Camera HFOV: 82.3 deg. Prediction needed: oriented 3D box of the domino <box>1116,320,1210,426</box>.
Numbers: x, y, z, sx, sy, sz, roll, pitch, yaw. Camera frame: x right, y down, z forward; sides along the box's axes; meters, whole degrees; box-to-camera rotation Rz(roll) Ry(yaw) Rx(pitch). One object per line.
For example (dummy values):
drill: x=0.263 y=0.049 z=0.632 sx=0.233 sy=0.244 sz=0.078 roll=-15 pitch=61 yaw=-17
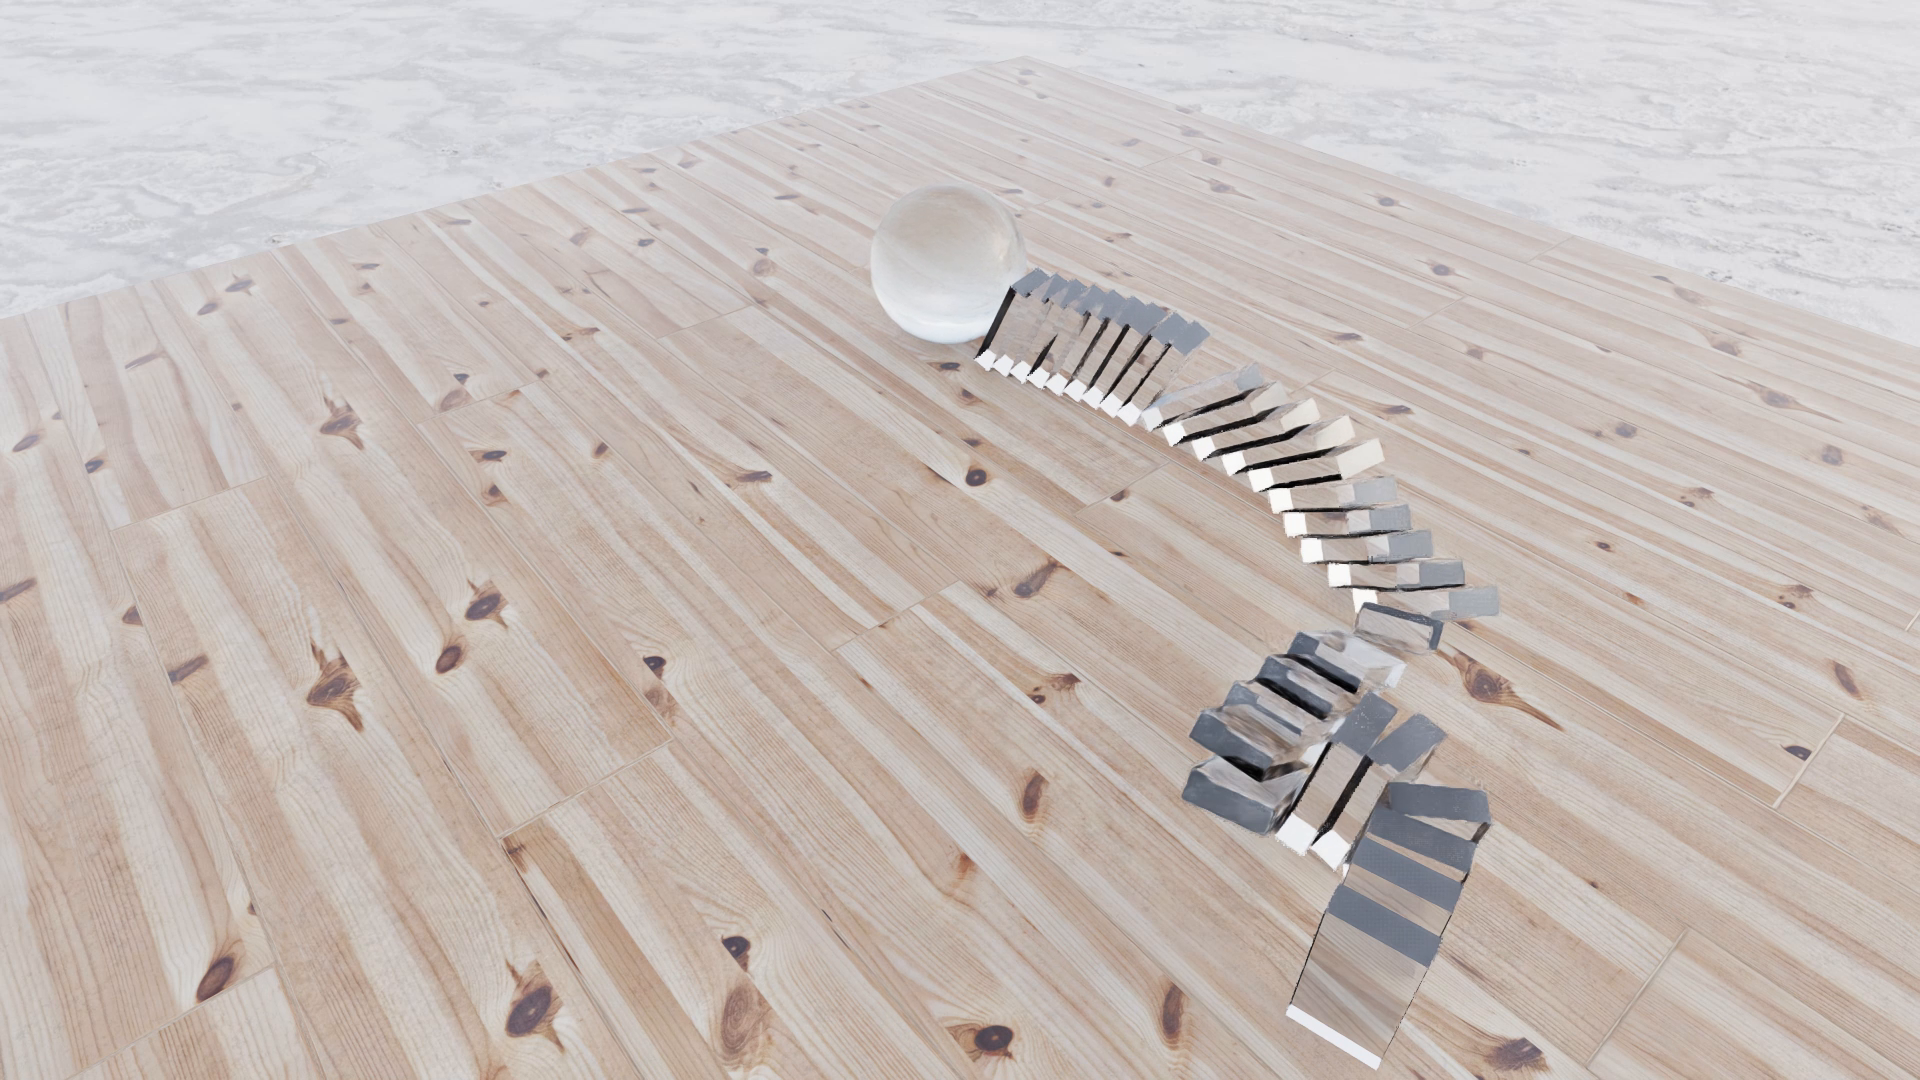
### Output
domino: x=0.093 y=-0.076 z=0.505 sx=0.009 sy=0.050 sz=0.025 roll=43 pitch=51 yaw=8

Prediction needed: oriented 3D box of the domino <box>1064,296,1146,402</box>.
domino: x=0.069 y=-0.090 z=0.522 sx=0.010 sy=0.050 sz=0.025 roll=40 pitch=50 yaw=9

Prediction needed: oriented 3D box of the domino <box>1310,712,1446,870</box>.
domino: x=0.121 y=0.074 z=0.321 sx=0.025 sy=0.050 sz=0.009 roll=-26 pitch=53 yaw=-28

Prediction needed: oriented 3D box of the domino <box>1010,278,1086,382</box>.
domino: x=0.043 y=-0.102 z=0.536 sx=0.010 sy=0.050 sz=0.025 roll=40 pitch=50 yaw=9

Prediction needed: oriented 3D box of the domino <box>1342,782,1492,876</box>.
domino: x=0.126 y=0.085 z=0.307 sx=0.025 sy=0.050 sz=0.010 roll=5 pitch=49 yaw=6

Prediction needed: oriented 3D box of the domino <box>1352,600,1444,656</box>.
domino: x=0.150 y=0.031 z=0.380 sx=0.025 sy=0.009 sz=0.050 roll=16 pitch=-2 yaw=19

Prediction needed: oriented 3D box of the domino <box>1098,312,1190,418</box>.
domino: x=0.085 y=-0.081 z=0.511 sx=0.010 sy=0.050 sz=0.025 roll=42 pitch=50 yaw=7

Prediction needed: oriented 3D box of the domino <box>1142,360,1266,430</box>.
domino: x=0.110 y=-0.065 z=0.498 sx=0.050 sy=0.010 sz=0.025 roll=-16 pitch=15 yaw=45

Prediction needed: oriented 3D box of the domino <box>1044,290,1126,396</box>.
domino: x=0.060 y=-0.094 z=0.526 sx=0.010 sy=0.050 sz=0.025 roll=40 pitch=50 yaw=9

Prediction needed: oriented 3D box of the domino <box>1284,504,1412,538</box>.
domino: x=0.151 y=-0.007 z=0.430 sx=0.025 sy=0.010 sz=0.050 roll=-8 pitch=2 yaw=-10

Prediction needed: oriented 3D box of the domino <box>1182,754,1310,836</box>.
domino: x=0.087 y=0.074 z=0.331 sx=0.025 sy=0.010 sz=0.050 roll=21 pitch=9 yaw=27

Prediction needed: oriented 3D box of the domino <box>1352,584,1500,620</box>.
domino: x=0.165 y=0.022 z=0.393 sx=0.025 sy=0.009 sz=0.050 roll=-5 pitch=1 yaw=-9

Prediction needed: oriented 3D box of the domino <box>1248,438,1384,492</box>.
domino: x=0.147 y=-0.031 z=0.458 sx=0.025 sy=0.009 sz=0.050 roll=-22 pitch=6 yaw=-26

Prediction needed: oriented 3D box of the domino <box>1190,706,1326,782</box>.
domino: x=0.095 y=0.063 z=0.346 sx=0.025 sy=0.009 sz=0.050 roll=32 pitch=15 yaw=33

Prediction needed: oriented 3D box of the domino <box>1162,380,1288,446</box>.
domino: x=0.117 y=-0.056 z=0.489 sx=0.025 sy=0.010 sz=0.050 roll=-35 pitch=13 yaw=-35

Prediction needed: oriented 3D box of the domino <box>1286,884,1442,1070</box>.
domino: x=0.100 y=0.110 z=0.277 sx=0.025 sy=0.050 sz=0.009 roll=25 pitch=46 yaw=27

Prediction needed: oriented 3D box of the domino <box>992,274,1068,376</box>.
domino: x=0.035 y=-0.105 z=0.540 sx=0.010 sy=0.050 sz=0.025 roll=40 pitch=50 yaw=9

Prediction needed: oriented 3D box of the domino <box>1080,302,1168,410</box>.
domino: x=0.077 y=-0.086 z=0.517 sx=0.010 sy=0.050 sz=0.025 roll=40 pitch=50 yaw=9

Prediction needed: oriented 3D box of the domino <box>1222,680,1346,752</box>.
domino: x=0.107 y=0.055 z=0.355 sx=0.025 sy=0.009 sz=0.050 roll=32 pitch=14 yaw=33

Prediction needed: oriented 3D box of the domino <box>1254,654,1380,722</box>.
domino: x=0.119 y=0.048 z=0.364 sx=0.025 sy=0.010 sz=0.050 roll=32 pitch=15 yaw=33

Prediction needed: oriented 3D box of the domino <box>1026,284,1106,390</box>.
domino: x=0.052 y=-0.098 z=0.531 sx=0.010 sy=0.050 sz=0.025 roll=40 pitch=50 yaw=9

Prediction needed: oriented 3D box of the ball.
ball: x=-0.006 y=-0.140 z=0.558 sx=0.080 sy=0.080 sz=0.080 roll=0 pitch=39 yaw=0

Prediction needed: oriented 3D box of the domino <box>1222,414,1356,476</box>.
domino: x=0.139 y=-0.040 z=0.469 sx=0.025 sy=0.009 sz=0.050 roll=-28 pitch=9 yaw=-32

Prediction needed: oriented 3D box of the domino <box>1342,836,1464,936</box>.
domino: x=0.110 y=0.102 z=0.287 sx=0.025 sy=0.050 sz=0.010 roll=24 pitch=45 yaw=26

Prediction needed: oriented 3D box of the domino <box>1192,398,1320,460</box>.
domino: x=0.128 y=-0.048 z=0.480 sx=0.025 sy=0.009 sz=0.050 roll=-31 pitch=11 yaw=-33

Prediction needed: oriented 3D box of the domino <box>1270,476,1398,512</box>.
domino: x=0.149 y=-0.018 z=0.443 sx=0.025 sy=0.009 sz=0.050 roll=-12 pitch=4 yaw=-14

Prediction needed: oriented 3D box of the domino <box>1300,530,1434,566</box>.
domino: x=0.153 y=0.003 z=0.417 sx=0.025 sy=0.010 sz=0.050 roll=-8 pitch=1 yaw=-10

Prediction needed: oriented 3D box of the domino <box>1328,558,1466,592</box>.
domino: x=0.159 y=0.012 z=0.405 sx=0.025 sy=0.009 sz=0.050 roll=-5 pitch=1 yaw=-8

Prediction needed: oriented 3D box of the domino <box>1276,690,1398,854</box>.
domino: x=0.111 y=0.070 z=0.326 sx=0.009 sy=0.050 sz=0.025 roll=35 pitch=50 yaw=25

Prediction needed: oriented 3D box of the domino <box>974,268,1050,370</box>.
domino: x=0.026 y=-0.109 z=0.545 sx=0.009 sy=0.050 sz=0.025 roll=40 pitch=50 yaw=9

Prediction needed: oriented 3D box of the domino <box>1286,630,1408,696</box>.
domino: x=0.132 y=0.041 z=0.373 sx=0.025 sy=0.010 sz=0.050 roll=32 pitch=15 yaw=33

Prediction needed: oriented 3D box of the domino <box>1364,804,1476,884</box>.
domino: x=0.118 y=0.094 z=0.297 sx=0.025 sy=0.050 sz=0.009 roll=20 pitch=49 yaw=22
